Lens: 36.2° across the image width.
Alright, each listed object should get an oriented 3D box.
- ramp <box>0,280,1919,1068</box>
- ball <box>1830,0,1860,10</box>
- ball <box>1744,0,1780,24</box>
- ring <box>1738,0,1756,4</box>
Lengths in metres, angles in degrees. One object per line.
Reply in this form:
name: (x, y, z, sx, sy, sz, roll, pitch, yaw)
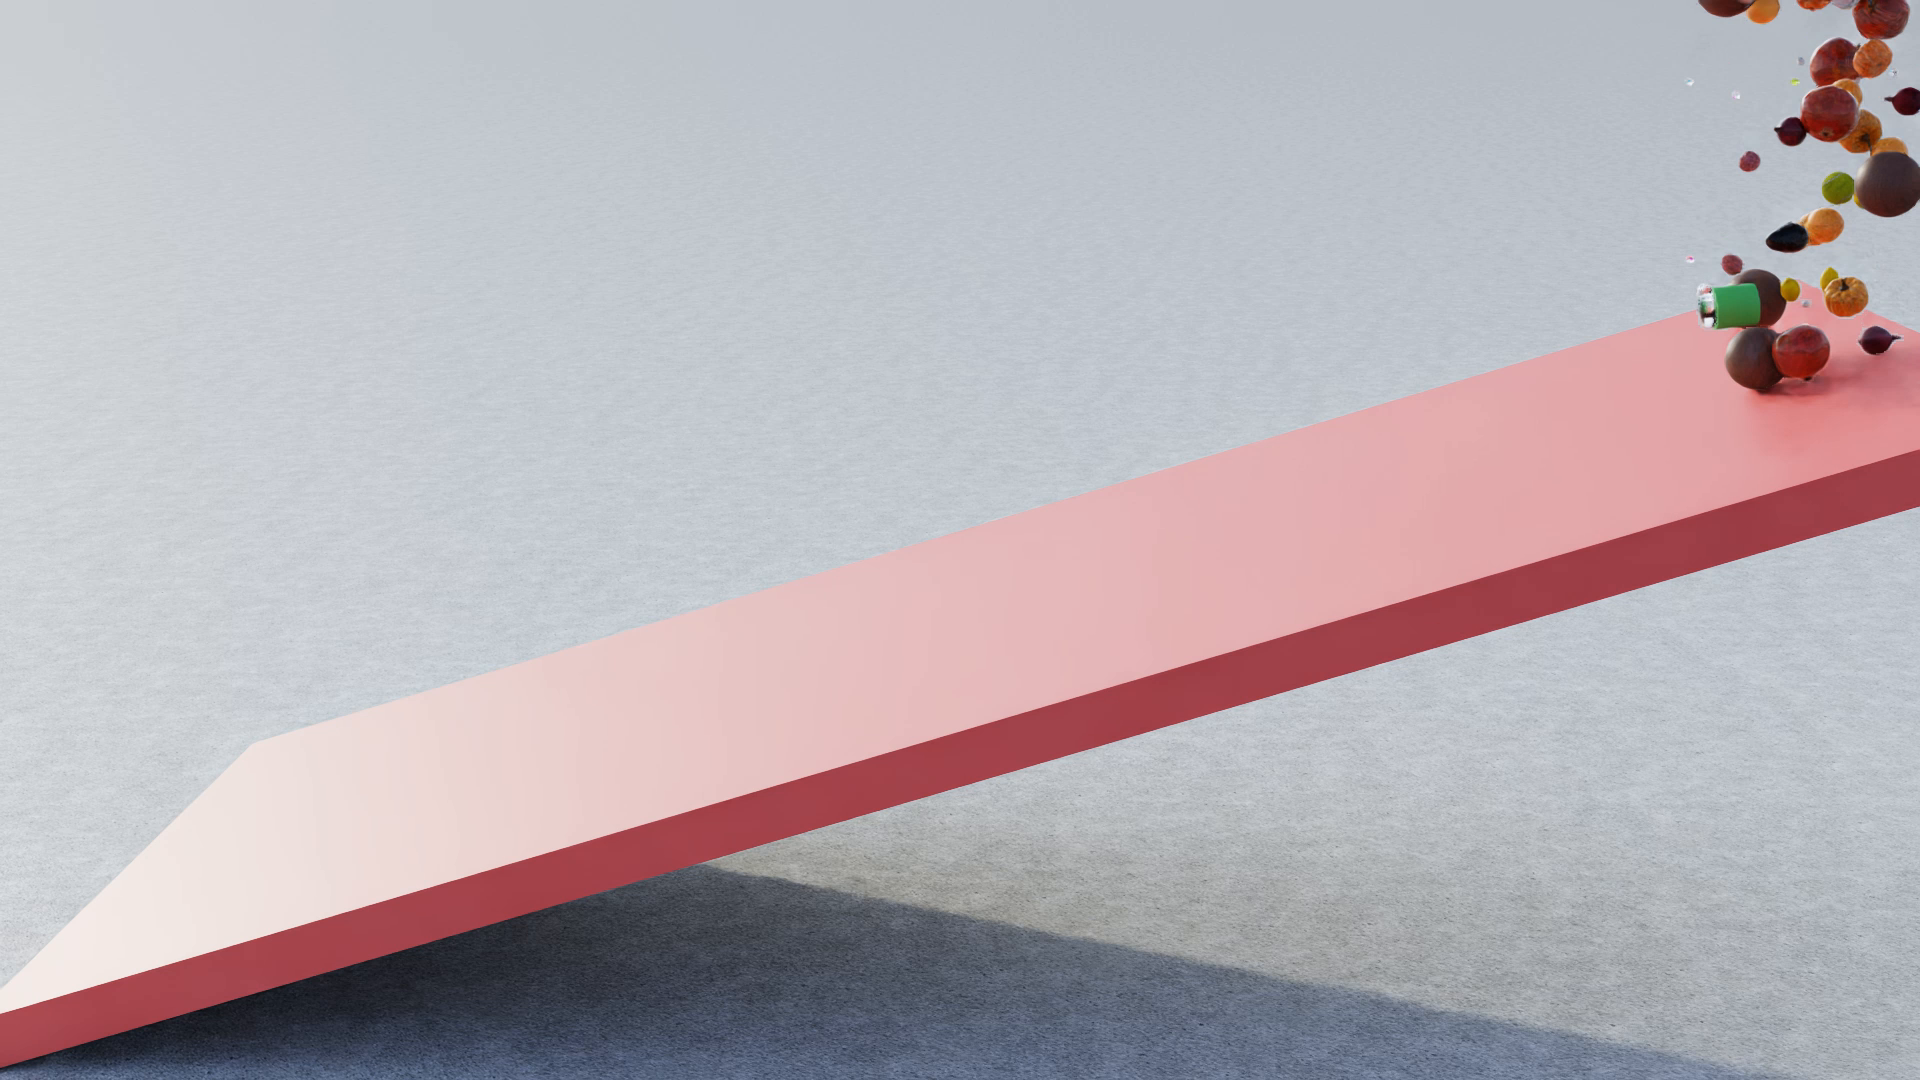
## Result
ramp: (0.097, 0.184, 6.314, 4.000, 0.100, 2.000, -17, 10, 5)
ball: (1.715, -1.059, 5.694, 0.062, 0.062, 0.062, 0, 11, 0)
ball: (1.665, -1.106, 6.104, 0.070, 0.070, 0.070, 0, 11, 0)
ring: (1.526, -1.104, 5.793, 0.039, 0.118, 0.118, -42, -9, 27)
